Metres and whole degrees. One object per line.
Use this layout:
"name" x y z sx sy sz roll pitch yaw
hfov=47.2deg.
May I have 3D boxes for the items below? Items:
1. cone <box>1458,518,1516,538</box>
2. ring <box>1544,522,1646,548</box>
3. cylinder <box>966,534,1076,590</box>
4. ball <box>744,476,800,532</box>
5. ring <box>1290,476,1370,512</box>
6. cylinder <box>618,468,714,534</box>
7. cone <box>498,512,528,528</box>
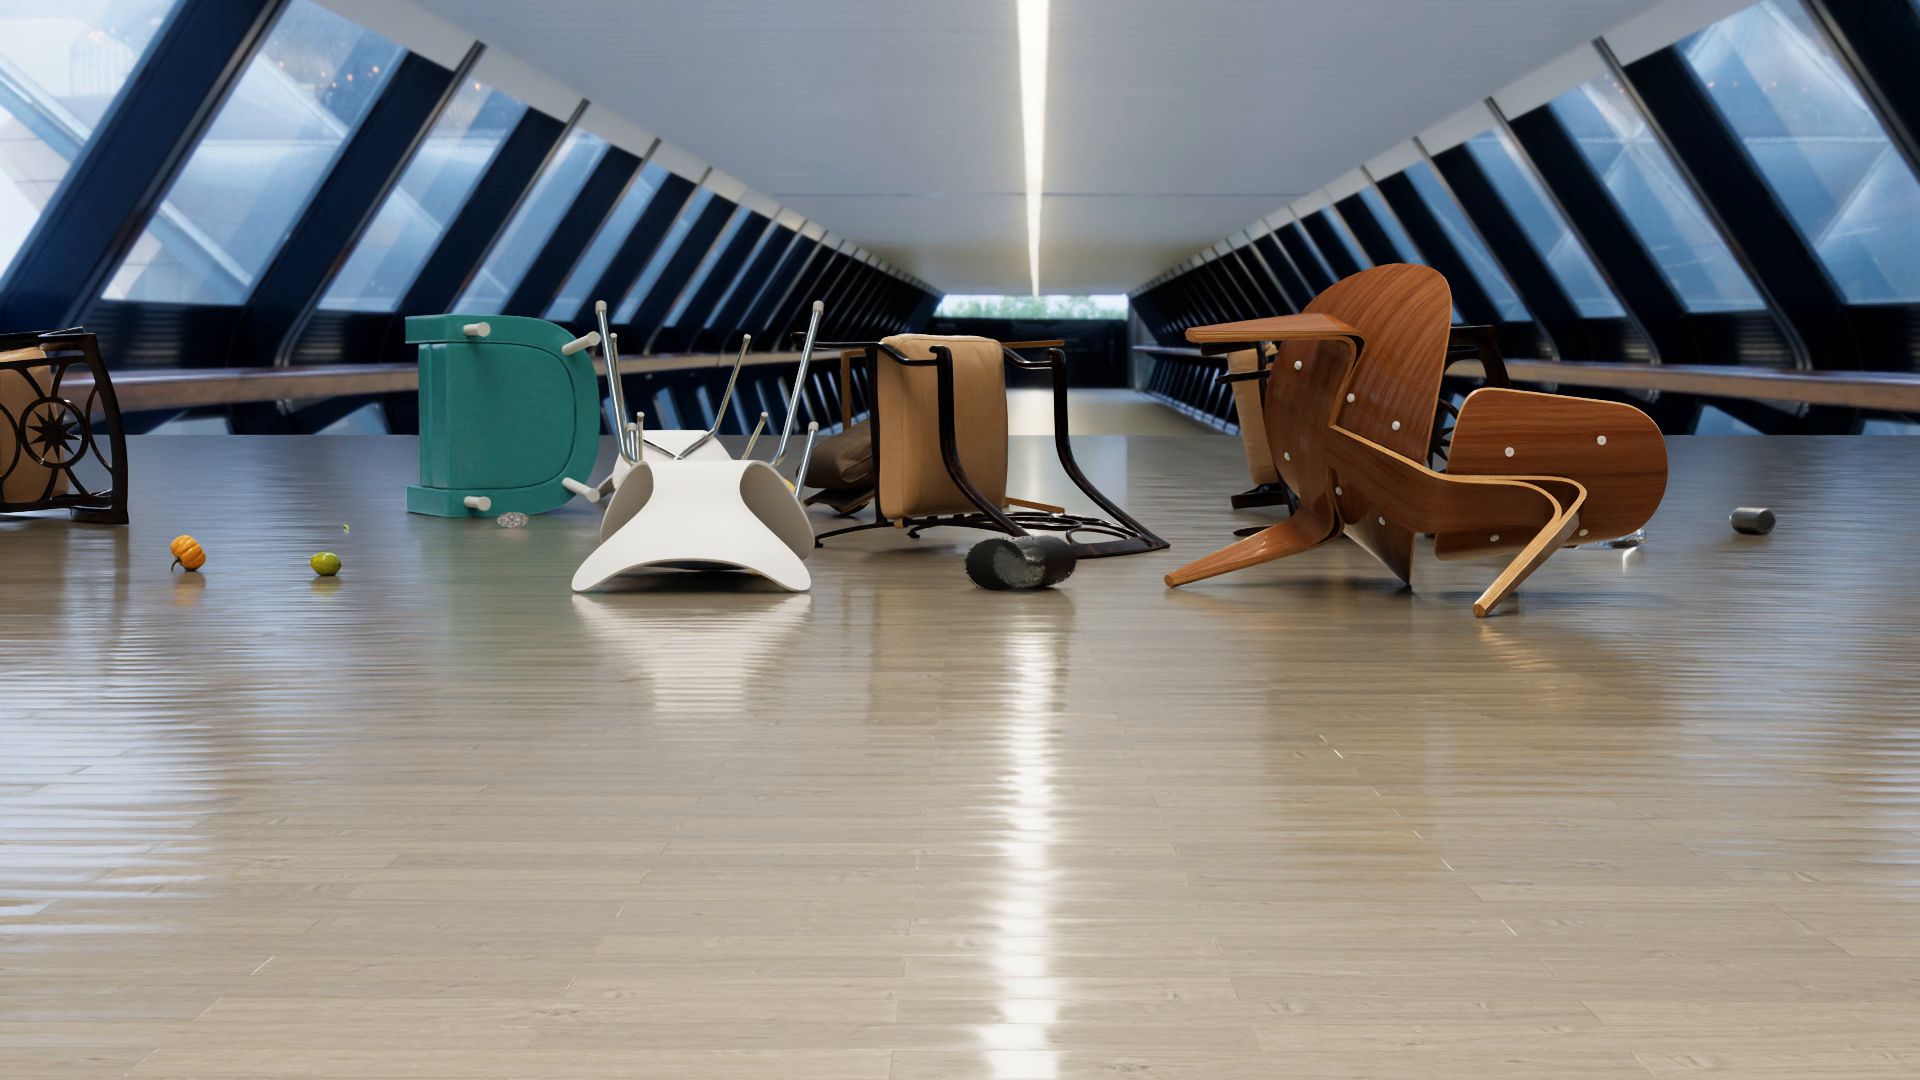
"cone" 1.605 -0.024 6.692 0.173 0.060 0.075 0 -18 15
"ring" 1.814 -0.013 6.284 0.282 0.064 0.308 1 5 20
"cylinder" 0.137 0.051 4.959 0.184 0.116 0.166 -1 2 43
"ball" -0.590 -0.113 6.893 0.178 0.178 0.178 0 4 0
"ring" 1.377 -0.171 8.196 0.226 0.117 0.388 -4 6 -29
"cylinder" -0.928 -0.124 6.933 0.201 0.192 0.223 40 27 31
"cone" -1.461 -0.056 7.177 0.100 0.052 0.085 -2 -13 -15
